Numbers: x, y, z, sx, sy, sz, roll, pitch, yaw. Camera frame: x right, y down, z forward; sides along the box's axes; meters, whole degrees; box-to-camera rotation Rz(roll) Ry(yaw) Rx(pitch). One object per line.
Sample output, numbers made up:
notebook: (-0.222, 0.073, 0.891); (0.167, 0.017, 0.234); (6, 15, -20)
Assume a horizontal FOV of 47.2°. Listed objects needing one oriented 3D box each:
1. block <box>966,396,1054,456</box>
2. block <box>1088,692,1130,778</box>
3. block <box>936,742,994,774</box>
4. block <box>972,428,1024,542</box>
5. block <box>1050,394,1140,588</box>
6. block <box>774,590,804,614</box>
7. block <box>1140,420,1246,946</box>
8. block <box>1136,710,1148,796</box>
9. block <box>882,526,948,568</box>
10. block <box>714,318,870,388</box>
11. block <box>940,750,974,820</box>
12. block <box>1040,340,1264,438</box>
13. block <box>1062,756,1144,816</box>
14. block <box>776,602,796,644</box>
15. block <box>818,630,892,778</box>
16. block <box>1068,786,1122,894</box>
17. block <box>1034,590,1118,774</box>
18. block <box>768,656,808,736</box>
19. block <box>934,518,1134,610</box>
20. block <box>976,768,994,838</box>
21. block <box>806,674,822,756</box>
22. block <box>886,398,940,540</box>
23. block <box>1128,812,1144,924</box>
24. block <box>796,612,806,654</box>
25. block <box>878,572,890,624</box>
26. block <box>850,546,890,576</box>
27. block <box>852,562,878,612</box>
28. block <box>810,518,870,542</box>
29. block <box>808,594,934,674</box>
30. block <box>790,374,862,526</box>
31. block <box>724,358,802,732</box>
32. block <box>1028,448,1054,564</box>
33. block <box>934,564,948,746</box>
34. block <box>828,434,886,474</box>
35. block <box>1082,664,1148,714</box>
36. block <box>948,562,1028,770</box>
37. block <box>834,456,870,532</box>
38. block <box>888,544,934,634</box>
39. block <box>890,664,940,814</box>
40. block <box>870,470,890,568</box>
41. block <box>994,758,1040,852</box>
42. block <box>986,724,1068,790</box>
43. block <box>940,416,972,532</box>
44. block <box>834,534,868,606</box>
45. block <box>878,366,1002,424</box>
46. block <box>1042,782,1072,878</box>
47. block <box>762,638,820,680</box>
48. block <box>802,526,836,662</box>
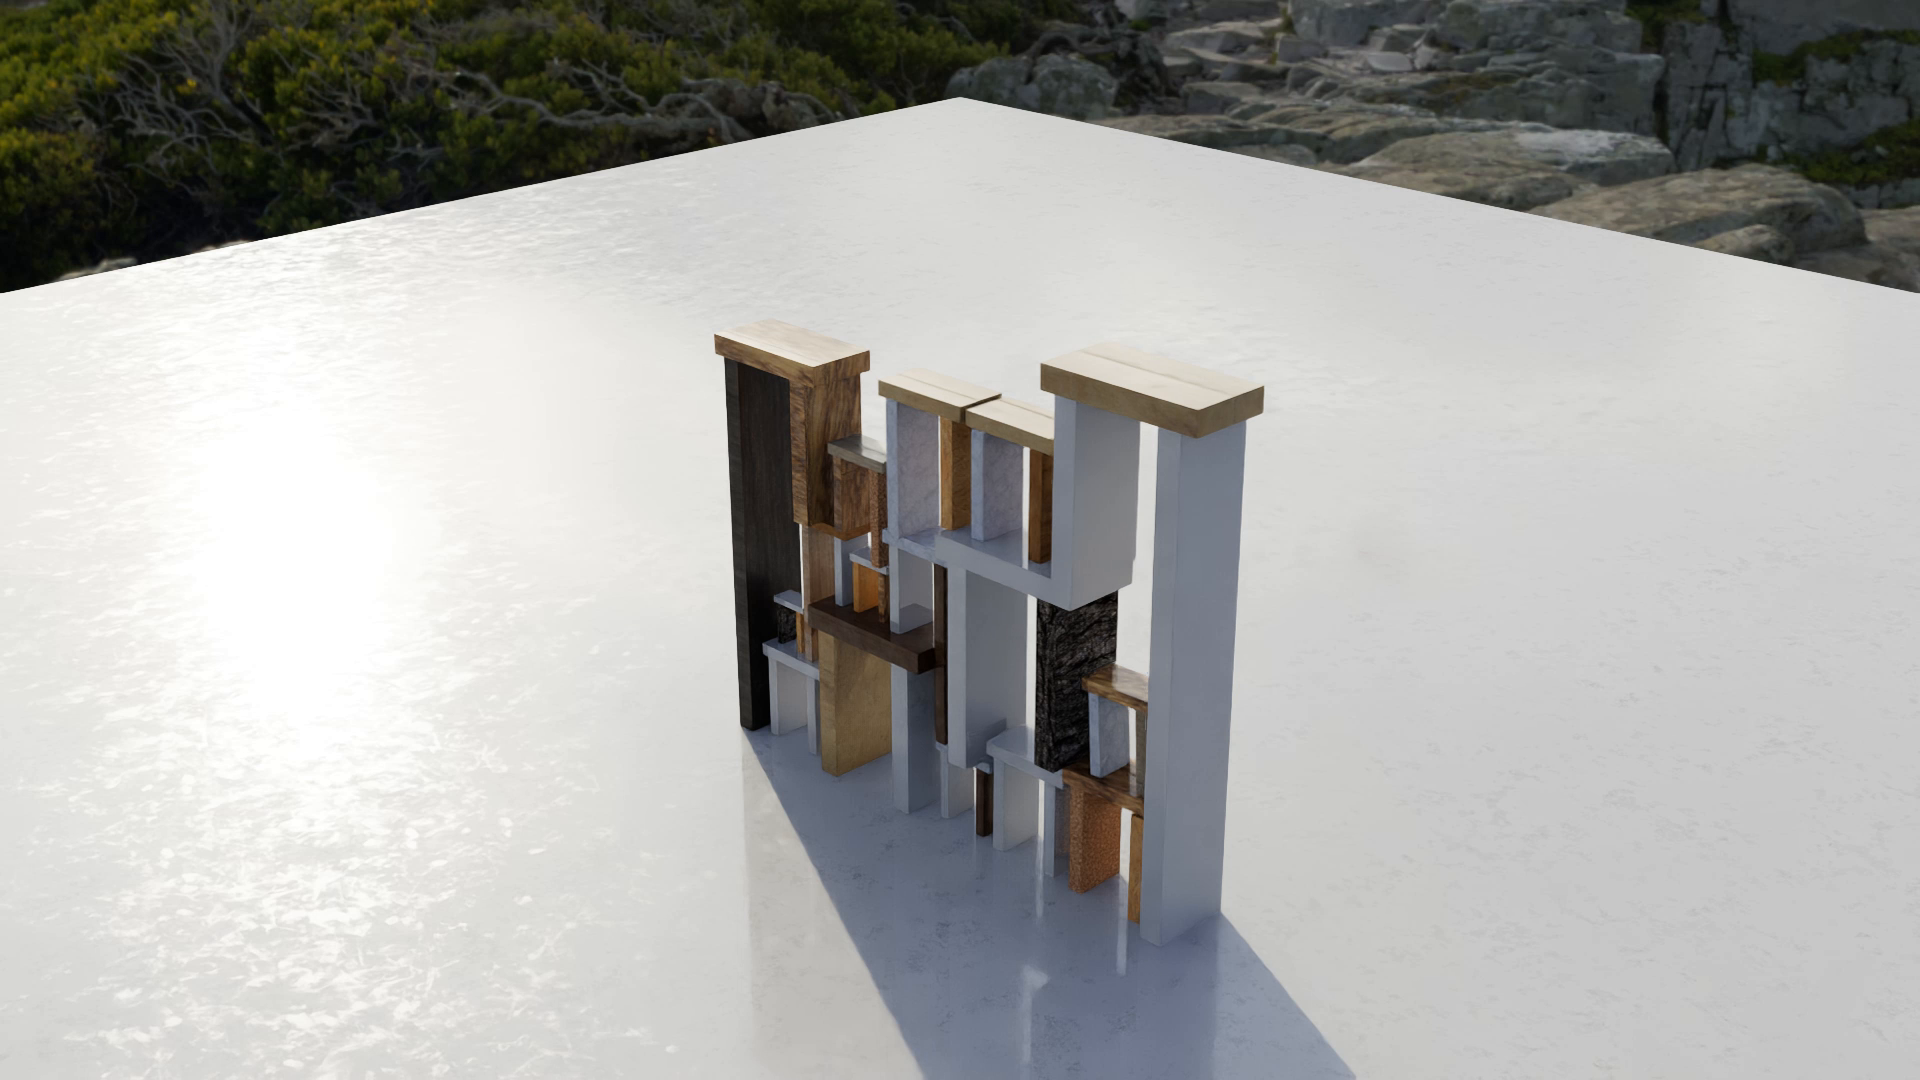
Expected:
block: (0.124, -0.209, 4.008); (0.108, 0.031, 0.217); (-21, 31, -40)
block: (0.277, 0.348, 4.071); (0.024, 0.168, 0.084); (17, 29, 42)
block: (0.031, 0.417, 4.368); (0.075, 0.021, 0.149); (-21, 31, -41)
block: (0.070, -0.115, 4.102); (0.031, 0.217, 0.108); (21, 31, 40)
block: (0.243, -0.108, 3.916); (0.050, 0.351, 0.176); (21, 31, 40)
block: (-0.346, 0.131, 4.659); (0.047, 0.013, 0.094); (-21, 31, -41)
block: (0.409, 0.253, 3.889); (0.175, 0.996, 0.050); (-21, 31, -41)
block: (0.356, 0.374, 3.997); (0.024, 0.168, 0.084); (17, 28, 42)
block: (-0.054, 0.004, 4.287); (0.094, 0.027, 0.187); (-21, 31, -40)
block: (-0.340, -0.380, 4.438); (0.303, 0.043, 0.152); (21, 31, 41)
block: (-0.005, 0.481, 4.435); (0.021, 0.149, 0.075); (21, 31, 41)
block: (0.326, -0.261, 3.762); (0.351, 0.050, 0.175); (21, 31, 41)
block: (0.310, 0.451, 4.079); (0.222, 0.031, 0.111); (18, 29, 41)
block: (-0.368, 0.171, 4.700); (0.013, 0.094, 0.047); (21, 31, 41)
block: (-0.216, 0.317, 4.597); (0.046, 0.325, 0.162); (21, 31, 41)
block: (0.258, 0.551, 4.177); (0.031, 0.222, 0.111); (21, 31, 40)
block: (0.217, 0.246, 4.094); (0.049, 0.343, 0.171); (21, 31, 40)
block: (-0.368, 0.325, 4.761); (0.026, 0.184, 0.092); (21, 31, 41)
block: (0.135, 0.034, 4.092); (0.343, 0.049, 0.171); (21, 31, 40)
block: (0.066, 0.509, 4.370); (0.021, 0.149, 0.075); (21, 31, 41)
block: (-0.282, 0.358, 4.681); (0.026, 0.184, 0.092); (21, 31, 41)
block: (-0.090, -0.151, 4.258); (0.111, 0.282, 0.031); (-21, 30, -40)
block: (0.362, 0.592, 4.081); (0.031, 0.222, 0.111); (21, 31, 41)
block: (-0.324, 0.189, 4.660); (0.013, 0.094, 0.047); (21, 31, 41)
block: (-0.138, 0.108, 4.416); (0.016, 0.110, 0.055); (21, 30, 41)
block: (-0.164, 0.040, 4.415); (0.055, 0.016, 0.110); (-21, 31, -41)
block: (-0.191, 0.088, 4.464); (0.055, 0.110, 0.016); (-21, 31, -41)
block: (-0.256, -0.038, 4.491); (0.075, 0.021, 0.149); (-21, 31, -41)
block: (-0.140, 0.176, 4.454); (0.325, 0.046, 0.162); (21, 31, 41)
block: (-0.269, -0.193, 4.440); (0.152, 0.303, 0.043); (-21, 31, -41)
block: (-0.412, 0.001, 4.678); (0.043, 0.845, 0.152); (21, 31, 41)
block: (0.173, -0.075, 4.008); (0.031, 0.217, 0.108); (21, 31, 40)
block: (-0.008, 0.212, 4.327); (0.027, 0.388, 0.094); (20, 30, 40)
block: (-0.178, -0.171, 4.339); (0.080, 0.023, 0.160); (-21, 31, -40)
block: (0.313, 0.271, 3.999); (0.168, 0.024, 0.084); (19, 29, 42)
block: (0.054, 0.221, 4.259); (0.049, 0.426, 0.171); (21, 31, 40)
block: (-0.215, -0.102, 4.410); (0.023, 0.160, 0.080); (22, 31, 40)
block: (-0.097, 0.085, 4.370); (0.094, 0.187, 0.027); (-21, 31, -41)
block: (-0.063, 0.377, 4.456); (0.046, 0.325, 0.162); (21, 31, 41)
block: (-0.140, -0.052, 4.348); (0.080, 0.205, 0.023); (-21, 31, -41)
block: (0.111, 0.503, 4.319); (0.028, 0.201, 0.100); (21, 31, 41)
block: (0.158, 0.416, 4.230); (0.201, 0.028, 0.100); (21, 31, 41)
block: (0.013, -0.138, 4.149); (0.031, 0.221, 0.111); (21, 31, 40)
block: (-0.221, 0.054, 4.492); (0.021, 0.149, 0.075); (21, 31, 41)
block: (-0.038, -0.275, 4.149); (0.111, 0.031, 0.221); (-21, 31, -40)
block: (0.205, 0.540, 4.232); (0.028, 0.201, 0.100); (21, 31, 41)
block: (-0.325, 0.245, 4.680); (0.184, 0.026, 0.092); (21, 31, 41)
block: (-0.292, 0.101, 4.588); (0.075, 0.311, 0.021); (-21, 31, -40)
